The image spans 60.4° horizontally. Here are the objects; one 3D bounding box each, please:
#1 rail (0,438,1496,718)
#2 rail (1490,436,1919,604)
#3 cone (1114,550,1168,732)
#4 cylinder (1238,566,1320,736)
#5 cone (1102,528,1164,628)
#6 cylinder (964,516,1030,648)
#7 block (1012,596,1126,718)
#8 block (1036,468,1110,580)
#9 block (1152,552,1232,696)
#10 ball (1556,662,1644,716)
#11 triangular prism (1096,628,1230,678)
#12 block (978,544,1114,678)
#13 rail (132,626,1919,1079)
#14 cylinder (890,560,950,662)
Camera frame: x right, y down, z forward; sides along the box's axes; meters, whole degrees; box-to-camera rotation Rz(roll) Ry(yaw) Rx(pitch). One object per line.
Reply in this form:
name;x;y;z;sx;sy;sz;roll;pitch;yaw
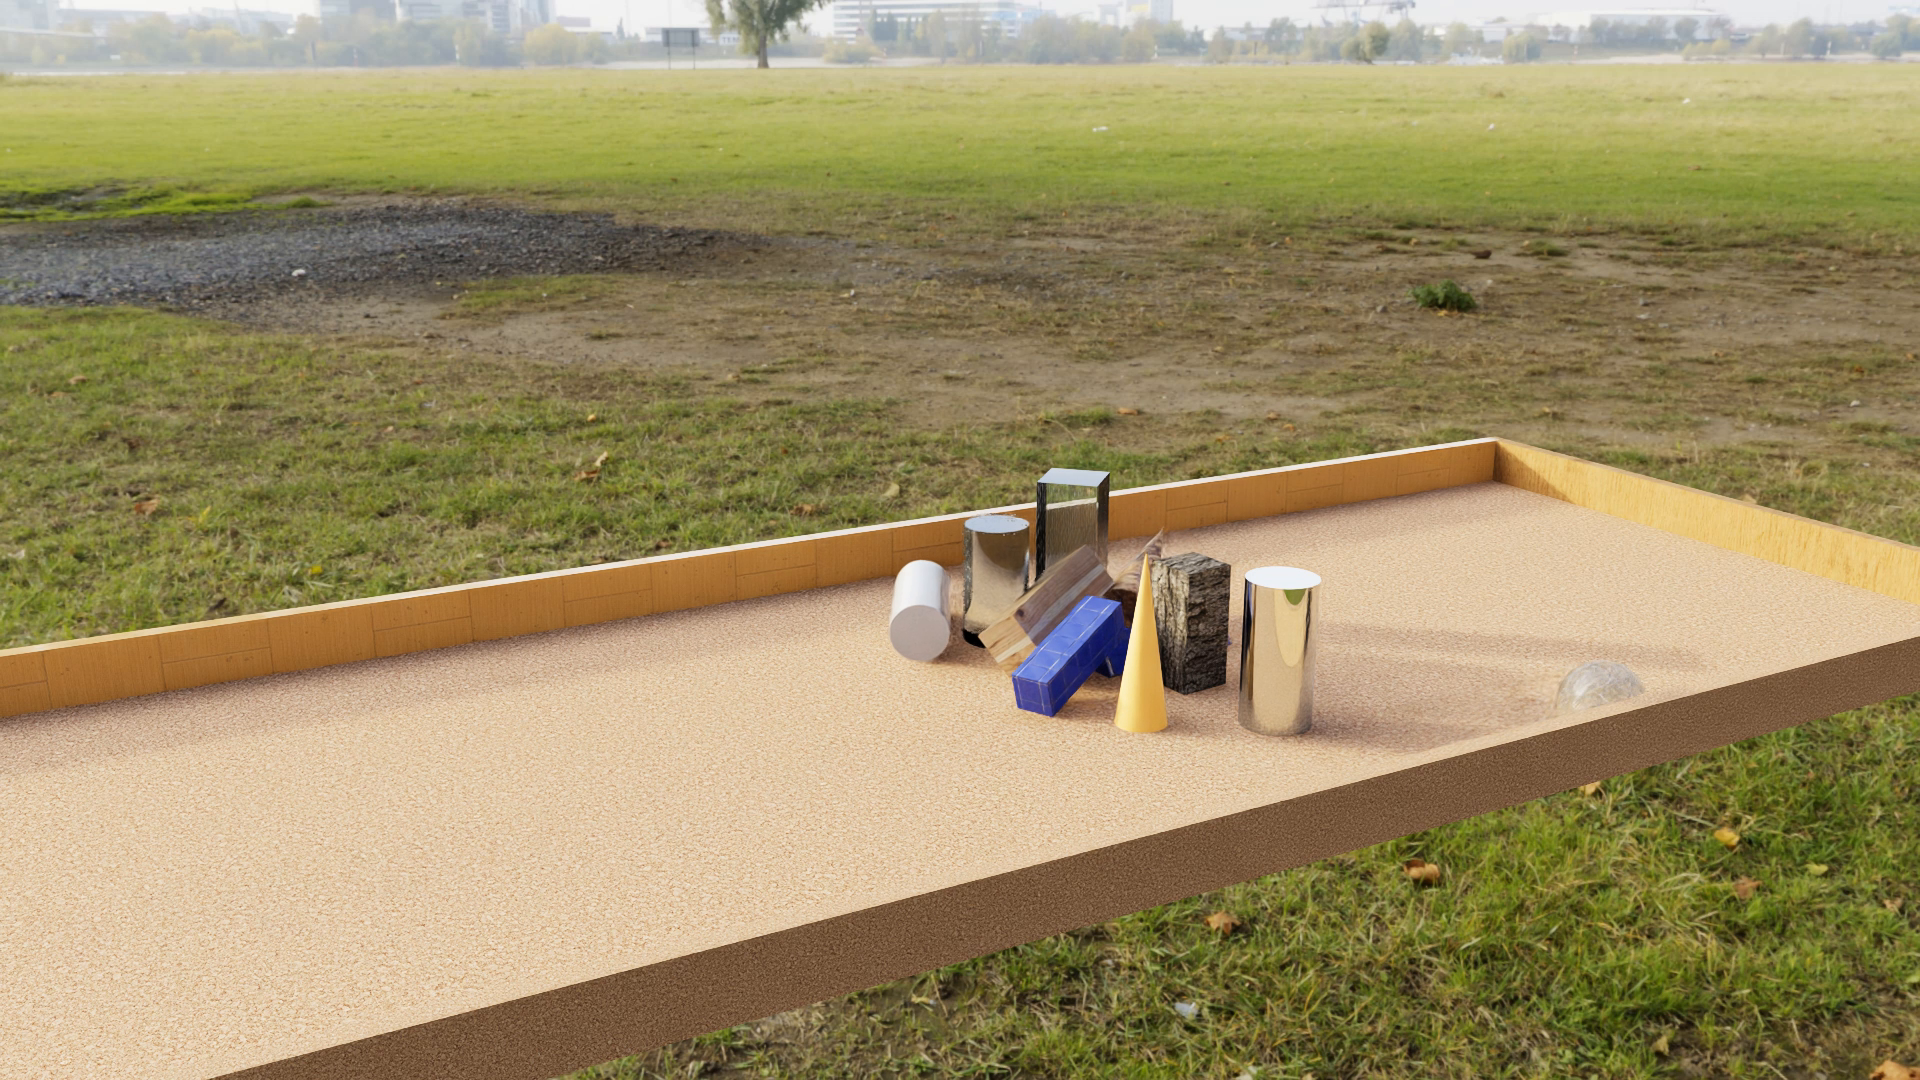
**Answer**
rail;-3.305;0.497;3.399;12.000;0.150;0.050;-9;18;-27
rail;2.466;-0.048;5.253;0.050;0.150;2.100;-9;18;-27
cone;0.427;0.224;3.831;0.125;0.429;0.125;0;16;0
cylinder;0.742;0.258;3.841;0.172;0.358;0.172;0;16;0
cone;0.512;0.078;4.550;0.166;0.166;0.329;8;47;24
cylinder;0.097;0.111;4.410;0.173;0.320;0.173;0;16;0
block;0.271;0.280;4.043;0.101;0.101;0.360;11;37;34
block;0.314;0.016;4.598;0.167;0.395;0.167;5;17;16
block;0.570;0.206;4.102;0.137;0.312;0.137;-11;20;-33
ball;1.455;0.373;3.743;0.193;0.193;0.193;0;16;0
triangular prism;0.520;0.254;4.311;0.423;0.096;0.110;-11;20;-34
block;0.231;0.179;4.301;0.130;0.130;0.440;-35;3;38
rail;-2.336;1.006;1.665;12.000;0.150;0.050;-9;18;-27
cylinder;-0.104;0.186;4.445;0.156;0.156;0.390;0;16;0
